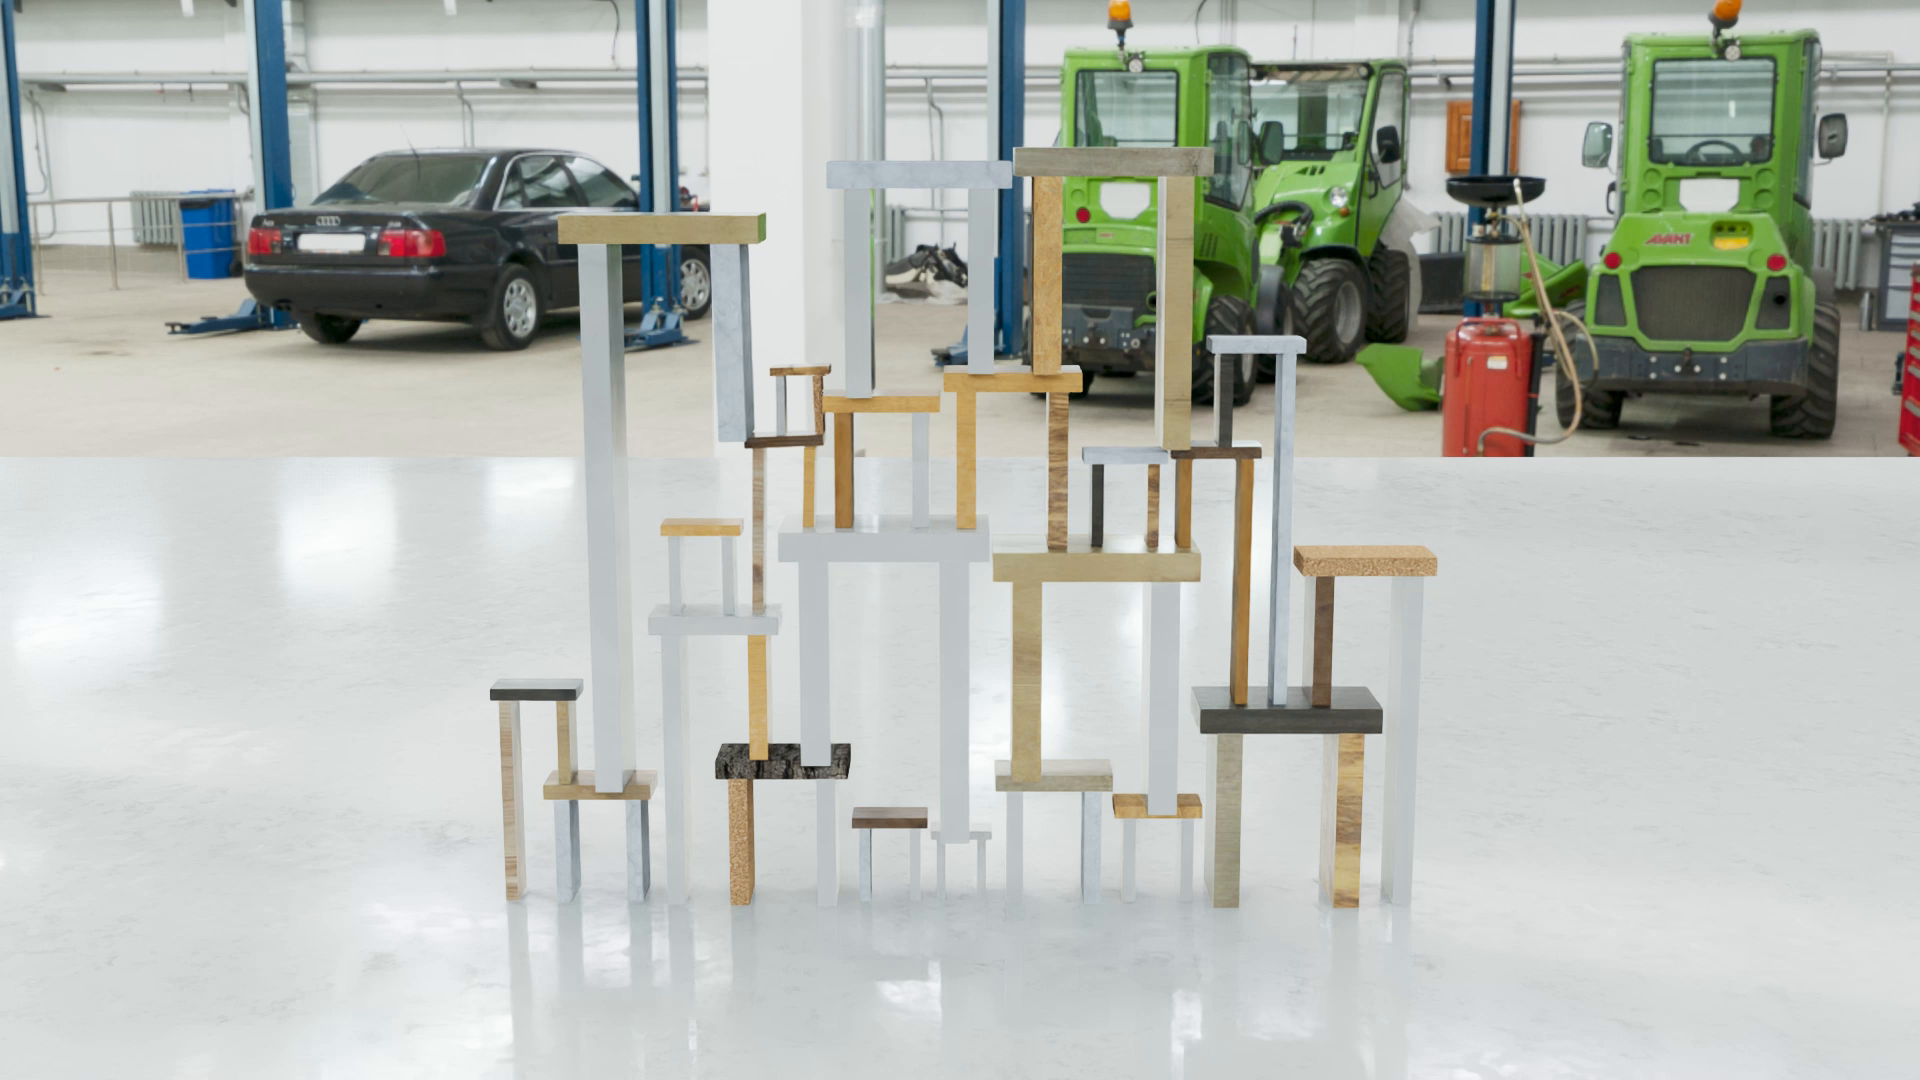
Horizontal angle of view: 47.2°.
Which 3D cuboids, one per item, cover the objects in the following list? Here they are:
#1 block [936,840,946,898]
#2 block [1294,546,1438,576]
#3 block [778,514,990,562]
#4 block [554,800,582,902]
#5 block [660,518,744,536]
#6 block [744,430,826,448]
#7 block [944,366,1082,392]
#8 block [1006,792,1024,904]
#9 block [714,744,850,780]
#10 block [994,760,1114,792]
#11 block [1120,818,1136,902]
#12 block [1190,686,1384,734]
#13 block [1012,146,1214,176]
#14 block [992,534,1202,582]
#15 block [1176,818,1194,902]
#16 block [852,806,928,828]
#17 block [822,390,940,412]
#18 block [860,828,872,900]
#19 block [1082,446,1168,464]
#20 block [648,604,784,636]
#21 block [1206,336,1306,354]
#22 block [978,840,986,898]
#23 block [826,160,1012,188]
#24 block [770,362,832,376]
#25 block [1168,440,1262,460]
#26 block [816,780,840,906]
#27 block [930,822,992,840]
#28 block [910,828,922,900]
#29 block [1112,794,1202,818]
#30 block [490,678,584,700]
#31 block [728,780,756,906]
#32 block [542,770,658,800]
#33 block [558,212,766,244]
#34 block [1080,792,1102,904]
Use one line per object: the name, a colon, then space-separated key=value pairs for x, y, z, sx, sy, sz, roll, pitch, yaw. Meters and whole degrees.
block: x=-0.031 y=0.540 z=3.664 sx=0.014 sy=0.101 sz=0.050 roll=0 pitch=11 yaw=0
block: x=0.656 y=0.033 z=3.569 sx=0.214 sy=0.030 sz=0.107 roll=0 pitch=11 yaw=0
block: x=-0.121 y=-0.004 z=3.557 sx=0.335 sy=0.047 sz=0.167 roll=0 pitch=11 yaw=0
block: x=-0.652 y=0.503 z=3.656 sx=0.025 sy=0.176 sz=0.088 roll=0 pitch=11 yaw=0
block: x=-0.416 y=-0.021 z=3.558 sx=0.128 sy=0.018 sz=0.064 roll=0 pitch=11 yaw=0
block: x=-0.280 y=-0.162 z=3.528 sx=0.126 sy=0.018 sz=0.063 roll=-2 pitch=10 yaw=1
block: x=0.083 y=-0.258 z=3.514 sx=0.219 sy=0.031 sz=0.109 roll=0 pitch=11 yaw=0
block: x=0.090 y=0.496 z=3.651 sx=0.027 sy=0.192 sz=0.096 roll=0 pitch=11 yaw=0
block: x=-0.290 y=0.364 z=3.623 sx=0.215 sy=0.030 sz=0.108 roll=0 pitch=11 yaw=0
block: x=0.153 y=0.388 z=3.631 sx=0.192 sy=0.027 sz=0.096 roll=0 pitch=11 yaw=0
block: x=0.278 y=0.520 z=3.654 sx=0.020 sy=0.143 sz=0.072 roll=0 pitch=11 yaw=0
block: x=0.534 y=0.279 z=3.617 sx=0.294 sy=0.042 sz=0.147 roll=0 pitch=11 yaw=0
block: x=0.237 y=-0.594 z=3.448 sx=0.305 sy=0.043 sz=0.153 roll=0 pitch=11 yaw=0
block: x=0.217 y=0.028 z=3.562 sx=0.329 sy=0.047 sz=0.165 roll=0 pitch=11 yaw=0
block: x=0.374 y=0.520 z=3.654 sx=0.020 sy=0.143 sz=0.072 roll=0 pitch=11 yaw=0
block: x=-0.115 y=0.460 z=3.642 sx=0.124 sy=0.018 sz=0.062 roll=0 pitch=11 yaw=0
block: x=-0.124 y=-0.223 z=3.520 sx=0.185 sy=0.026 sz=0.093 roll=0 pitch=11 yaw=1
block: x=-0.157 y=0.529 z=3.655 sx=0.018 sy=0.124 sz=0.062 roll=0 pitch=11 yaw=0
block: x=0.265 y=-0.136 z=3.536 sx=0.134 sy=0.019 sz=0.067 roll=0 pitch=11 yaw=0
block: x=-0.397 y=0.129 z=3.583 sx=0.209 sy=0.030 sz=0.104 roll=0 pitch=11 yaw=0
block: x=0.470 y=-0.311 z=3.497 sx=0.148 sy=0.021 sz=0.074 roll=0 pitch=11 yaw=-1
block: x=0.036 y=0.540 z=3.664 sx=0.014 sy=0.101 sz=0.050 roll=0 pitch=11 yaw=0
block: x=-0.062 y=-0.574 z=3.455 sx=0.286 sy=0.041 sz=0.143 roll=0 pitch=11 yaw=0
block: x=-0.254 y=-0.272 z=3.506 sx=0.094 sy=0.013 sz=0.047 roll=-2 pitch=12 yaw=1
block: x=0.408 y=-0.145 z=3.529 sx=0.143 sy=0.020 sz=0.072 roll=0 pitch=11 yaw=0
block: x=-0.218 y=0.485 z=3.646 sx=0.030 sy=0.215 sz=0.108 roll=0 pitch=11 yaw=0
block: x=0.002 y=0.483 z=3.654 sx=0.101 sy=0.014 sz=0.050 roll=0 pitch=11 yaw=0
block: x=-0.074 y=0.529 z=3.655 sx=0.018 sy=0.124 sz=0.062 roll=0 pitch=11 yaw=0
block: x=0.326 y=0.440 z=3.638 sx=0.143 sy=0.020 sz=0.072 roll=0 pitch=11 yaw=0
block: x=-0.693 y=0.245 z=3.605 sx=0.140 sy=0.020 sz=0.070 roll=0 pitch=11 yaw=0
block: x=-0.362 y=0.485 z=3.646 sx=0.030 sy=0.215 sz=0.108 roll=0 pitch=11 yaw=0
block: x=-0.594 y=0.405 z=3.637 sx=0.175 sy=0.025 sz=0.088 roll=0 pitch=11 yaw=0
block: x=-0.465 y=-0.492 z=3.463 sx=0.308 sy=0.044 sz=0.154 roll=0 pitch=11 yaw=0
block: x=0.217 y=0.496 z=3.651 sx=0.027 sy=0.192 sz=0.096 roll=0 pitch=11 yaw=0
